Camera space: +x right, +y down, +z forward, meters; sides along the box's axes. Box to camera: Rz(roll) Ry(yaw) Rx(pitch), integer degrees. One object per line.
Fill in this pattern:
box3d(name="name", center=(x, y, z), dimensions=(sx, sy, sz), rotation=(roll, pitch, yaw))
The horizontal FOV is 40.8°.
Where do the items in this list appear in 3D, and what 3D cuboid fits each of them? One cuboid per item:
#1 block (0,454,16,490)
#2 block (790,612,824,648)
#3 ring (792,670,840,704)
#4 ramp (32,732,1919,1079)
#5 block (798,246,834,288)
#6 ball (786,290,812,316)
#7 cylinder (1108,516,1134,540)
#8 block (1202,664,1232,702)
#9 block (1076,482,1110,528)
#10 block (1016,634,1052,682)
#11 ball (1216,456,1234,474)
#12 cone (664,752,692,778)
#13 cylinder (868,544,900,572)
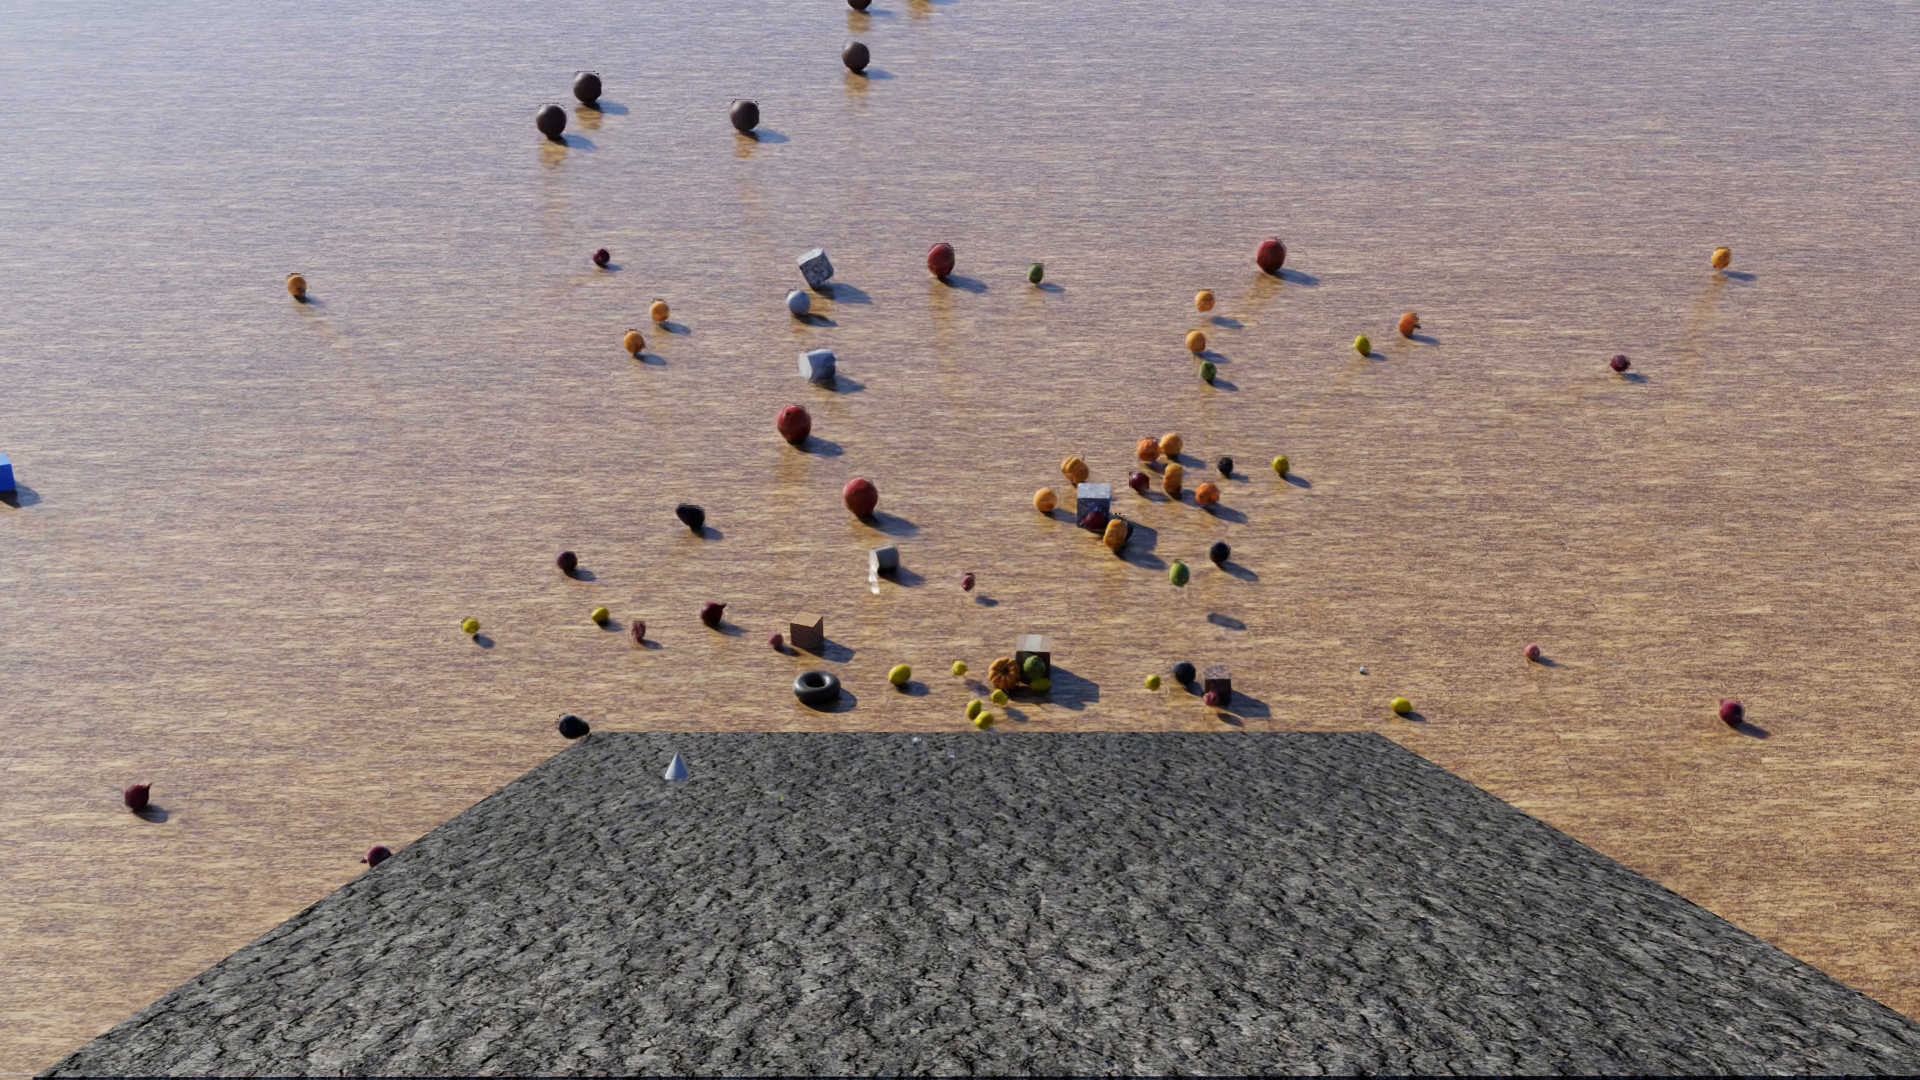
box3d(name="block", center=(-2.992, -0.207, 8.021), dimensions=(0.084, 0.084, 0.084), rotation=(-15, 32, -27))
box3d(name="block", center=(-0.426, 0.250, 7.175), dimensions=(0.069, 0.069, 0.069), rotation=(10, 29, 18))
box3d(name="ring", center=(-0.384, 0.394, 6.931), dimensions=(0.130, 0.043, 0.130), rotation=(0, 29, 0))
box3d(name="ramp", center=(0.063, 0.565, 4.605), dimensions=(2.000, 0.100, 4.000), rotation=(0, 1, 0))
box3d(name="block", center=(-0.528, -0.999, 9.462), dimensions=(0.096, 0.096, 0.096), rotation=(-25, 22, 6))
box3d(name="ball", center=(-0.576, -0.847, 9.224), dimensions=(0.090, 0.090, 0.090), rotation=(0, 28, 0))
box3d(name="cylinder", center=(0.482, -0.036, 7.729), dimensions=(0.054, 0.054, 0.054), rotation=(-16, 32, -28))
box3d(name="block", center=(0.687, 0.383, 6.921), dimensions=(0.071, 0.071, 0.071), rotation=(0, 28, -1))
box3d(name="block", center=(0.404, -0.106, 7.816), dimensions=(0.098, 0.098, 0.098), rotation=(2, 28, 3))
box3d(name="block", center=(0.200, 0.319, 7.020), dimensions=(0.091, 0.091, 0.091), rotation=(2, 28, 4))
box3d(name="ball", center=(0.832, -0.235, 8.109), dimensions=(0.052, 0.052, 0.052), rotation=(0, 28, 0))
box3d(name="cone", center=(-0.600, 0.476, 5.490), dimensions=(0.057, 0.057, 0.057), rotation=(0, 1, 0))
box3d(name="cylinder", center=(-0.221, 0.055, 7.542), dimensions=(0.069, 0.069, 0.069), rotation=(-13, 31, -25))
